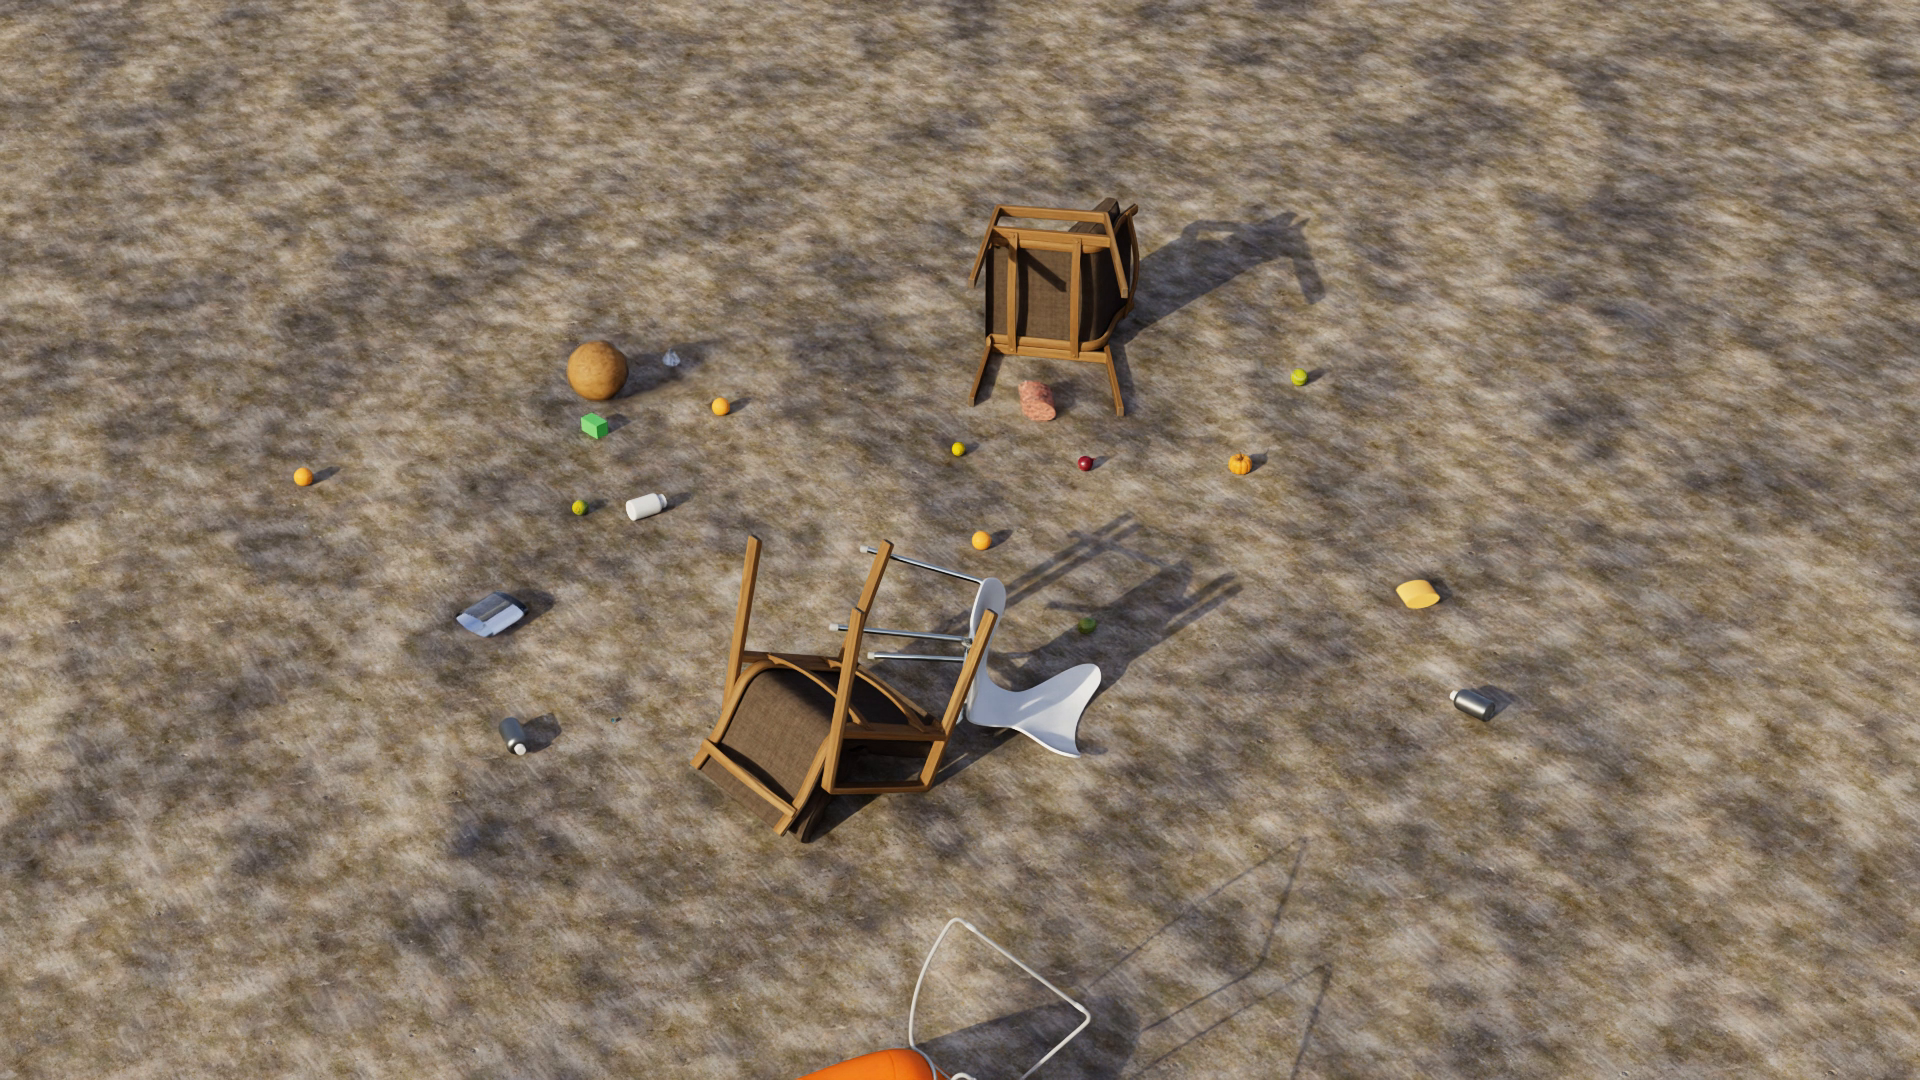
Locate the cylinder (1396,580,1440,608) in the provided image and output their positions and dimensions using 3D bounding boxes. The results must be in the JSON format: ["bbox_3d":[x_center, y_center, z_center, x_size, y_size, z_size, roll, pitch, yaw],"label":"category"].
[{"bbox_3d":[1.655,0.195,10.595,0.130,0.058,0.092,-9,35,-12],"label":"cylinder"}]

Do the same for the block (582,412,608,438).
[{"bbox_3d":[-1.443,-0.451,11.577,0.055,0.058,0.097,-29,43,-36],"label":"block"}]

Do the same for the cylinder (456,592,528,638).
[{"bbox_3d":[-1.671,0.265,10.476,0.192,0.072,0.176,21,39,32],"label":"cylinder"}]

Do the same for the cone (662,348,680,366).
[{"bbox_3d":[-1.189,-0.767,12.048,0.073,0.067,0.096,-7,34,-10],"label":"cone"}]

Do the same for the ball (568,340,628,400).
[{"bbox_3d":[-1.452,-0.680,11.756,0.242,0.242,0.242,0,33,0],"label":"ball"}]

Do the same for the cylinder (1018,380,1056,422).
[{"bbox_3d":[0.307,-0.555,11.700,0.138,0.088,0.163,14,31,-13],"label":"cylinder"}]
